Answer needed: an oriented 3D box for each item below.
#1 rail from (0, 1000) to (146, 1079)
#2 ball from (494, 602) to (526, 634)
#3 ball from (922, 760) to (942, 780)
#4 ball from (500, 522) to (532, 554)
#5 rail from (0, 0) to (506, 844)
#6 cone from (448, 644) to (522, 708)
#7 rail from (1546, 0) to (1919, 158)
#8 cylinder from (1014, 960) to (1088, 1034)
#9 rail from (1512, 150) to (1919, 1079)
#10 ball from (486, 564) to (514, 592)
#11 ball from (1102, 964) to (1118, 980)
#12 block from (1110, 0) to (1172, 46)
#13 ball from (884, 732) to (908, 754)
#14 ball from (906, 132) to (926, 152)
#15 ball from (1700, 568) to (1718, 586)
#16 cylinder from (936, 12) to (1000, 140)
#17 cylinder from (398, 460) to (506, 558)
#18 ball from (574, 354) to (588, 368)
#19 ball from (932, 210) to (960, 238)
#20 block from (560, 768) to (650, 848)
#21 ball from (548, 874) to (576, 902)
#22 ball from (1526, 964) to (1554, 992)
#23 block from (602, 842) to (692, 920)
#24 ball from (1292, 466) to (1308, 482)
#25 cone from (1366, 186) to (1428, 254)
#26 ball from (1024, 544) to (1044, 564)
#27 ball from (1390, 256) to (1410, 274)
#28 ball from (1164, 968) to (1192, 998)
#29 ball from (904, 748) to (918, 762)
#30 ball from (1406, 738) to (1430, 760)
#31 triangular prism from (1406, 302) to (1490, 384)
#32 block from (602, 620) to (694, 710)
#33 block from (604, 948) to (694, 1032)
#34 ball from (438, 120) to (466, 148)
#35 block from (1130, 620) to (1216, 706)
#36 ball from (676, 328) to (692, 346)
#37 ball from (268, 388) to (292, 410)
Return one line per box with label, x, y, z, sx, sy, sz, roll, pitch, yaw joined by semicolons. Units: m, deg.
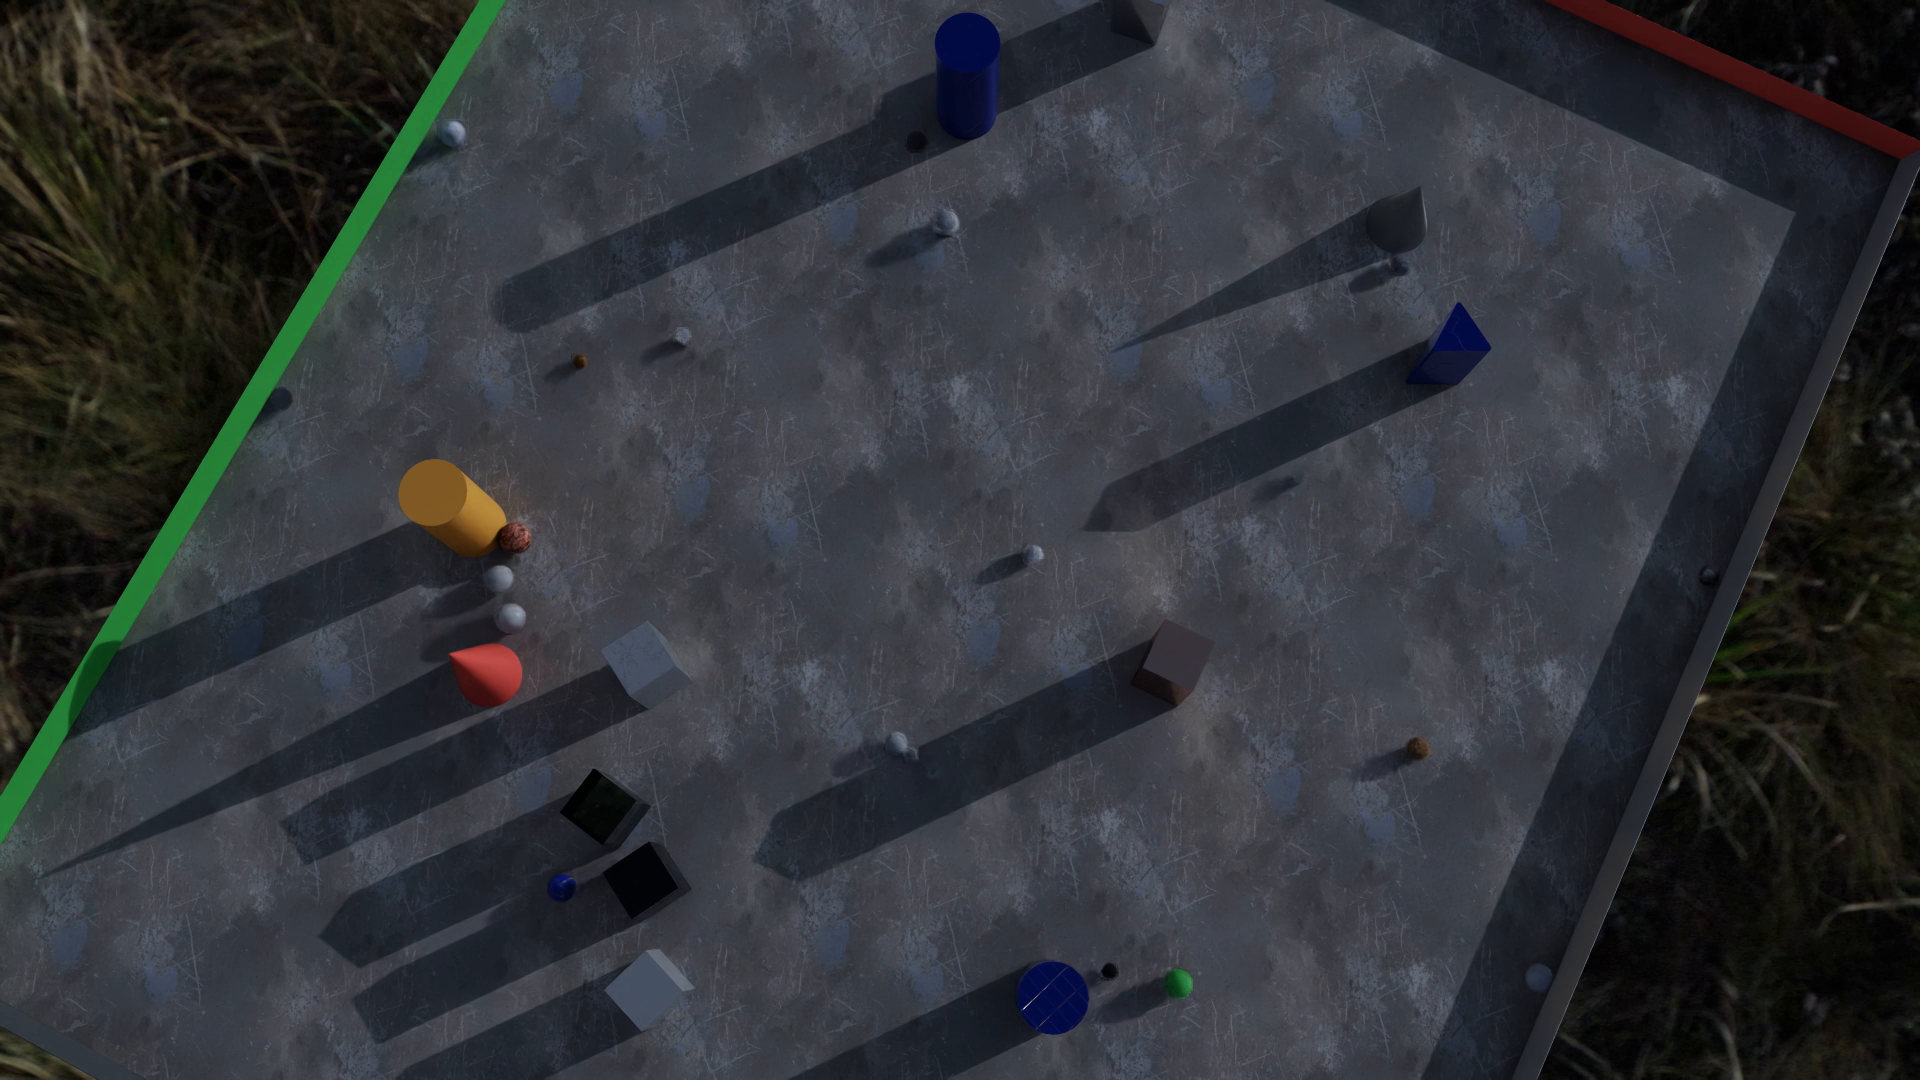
rail;-1.101;2.163;5.103;4.311;0.126;0.045;26;80;5
ball;-1.355;0.234;5.521;0.092;0.092;0.092;0;78;0
ball;-0.081;0.682;5.445;0.059;0.059;0.059;0;78;0
ball;-1.351;-0.006;5.568;0.097;0.097;0.097;0;78;0
rail;-1.907;-0.927;5.743;0.045;0.126;4.971;26;80;5
cone;-1.419;0.361;5.308;0.195;0.459;0.195;0;78;0
rail;1.101;-2.150;5.996;4.311;0.126;0.045;26;80;5
cylinder;0.255;1.287;5.179;0.195;0.335;0.195;0;78;0
rail;1.907;0.940;5.356;0.045;0.126;4.971;26;80;5
ball;-1.395;0.117;5.549;0.084;0.084;0.084;0;78;0
ball;0.435;1.255;5.334;0.044;0.044;0.044;0;78;0
block;0.587;-1.728;5.837;0.156;0.269;0.156;19;79;4
ball;-0.190;0.605;5.457;0.067;0.067;0.067;0;78;0
ball;-0.138;-1.271;5.847;0.063;0.063;0.063;0;78;0
ball;2.275;0.112;5.565;0.056;0.056;0.056;0;78;0
cylinder;0.022;-1.428;5.670;0.195;0.474;0.195;0;78;0
cylinder;-1.489;-0.088;5.401;0.195;0.458;0.195;0;78;0
ball;-1.183;-0.555;5.709;0.044;0.044;0.044;0;78;0
ball;-0.045;-0.997;5.780;0.085;0.085;0.085;0;78;0
block;-1.027;0.782;5.325;0.156;0.254;0.156;36;81;7
ball;-1.165;1.018;5.365;0.081;0.081;0.081;0;78;0
ball;1.680;1.268;5.314;0.078;0.078;0.078;0;78;0
block;-0.899;0.983;5.280;0.156;0.261;0.156;-33;80;-7
ball;1.046;-0.200;5.633;0.050;0.050;0.050;0;78;0
cone;1.387;-1.035;5.668;0.195;0.318;0.195;0;78;0
ball;0.225;0.043;5.577;0.060;0.060;0.060;0;78;0
ball;1.384;-0.865;5.766;0.058;0.058;0.058;0;78;0
ball;0.631;1.284;5.310;0.080;0.080;0.080;0;78;0
ball;-0.147;0.640;5.462;0.043;0.043;0.043;0;78;0
ball;1.363;0.620;5.455;0.065;0.065;0.065;0;78;0
triangular prism;1.474;-0.596;5.565;0.168;0.343;0.146;0;78;0
block;-0.913;0.369;5.367;0.156;0.339;0.156;-33;80;-6
block;-0.882;1.281;5.227;0.156;0.243;0.156;-44;82;-8
ball;-1.618;-1.295;5.842;0.083;0.083;0.083;0;78;0
block;0.617;0.362;5.346;0.156;0.382;0.156;25;79;5
ball;-0.862;-0.633;5.721;0.052;0.052;0.052;0;78;0
ball;-2.103;-0.436;5.672;0.069;0.069;0.069;0;78;0
